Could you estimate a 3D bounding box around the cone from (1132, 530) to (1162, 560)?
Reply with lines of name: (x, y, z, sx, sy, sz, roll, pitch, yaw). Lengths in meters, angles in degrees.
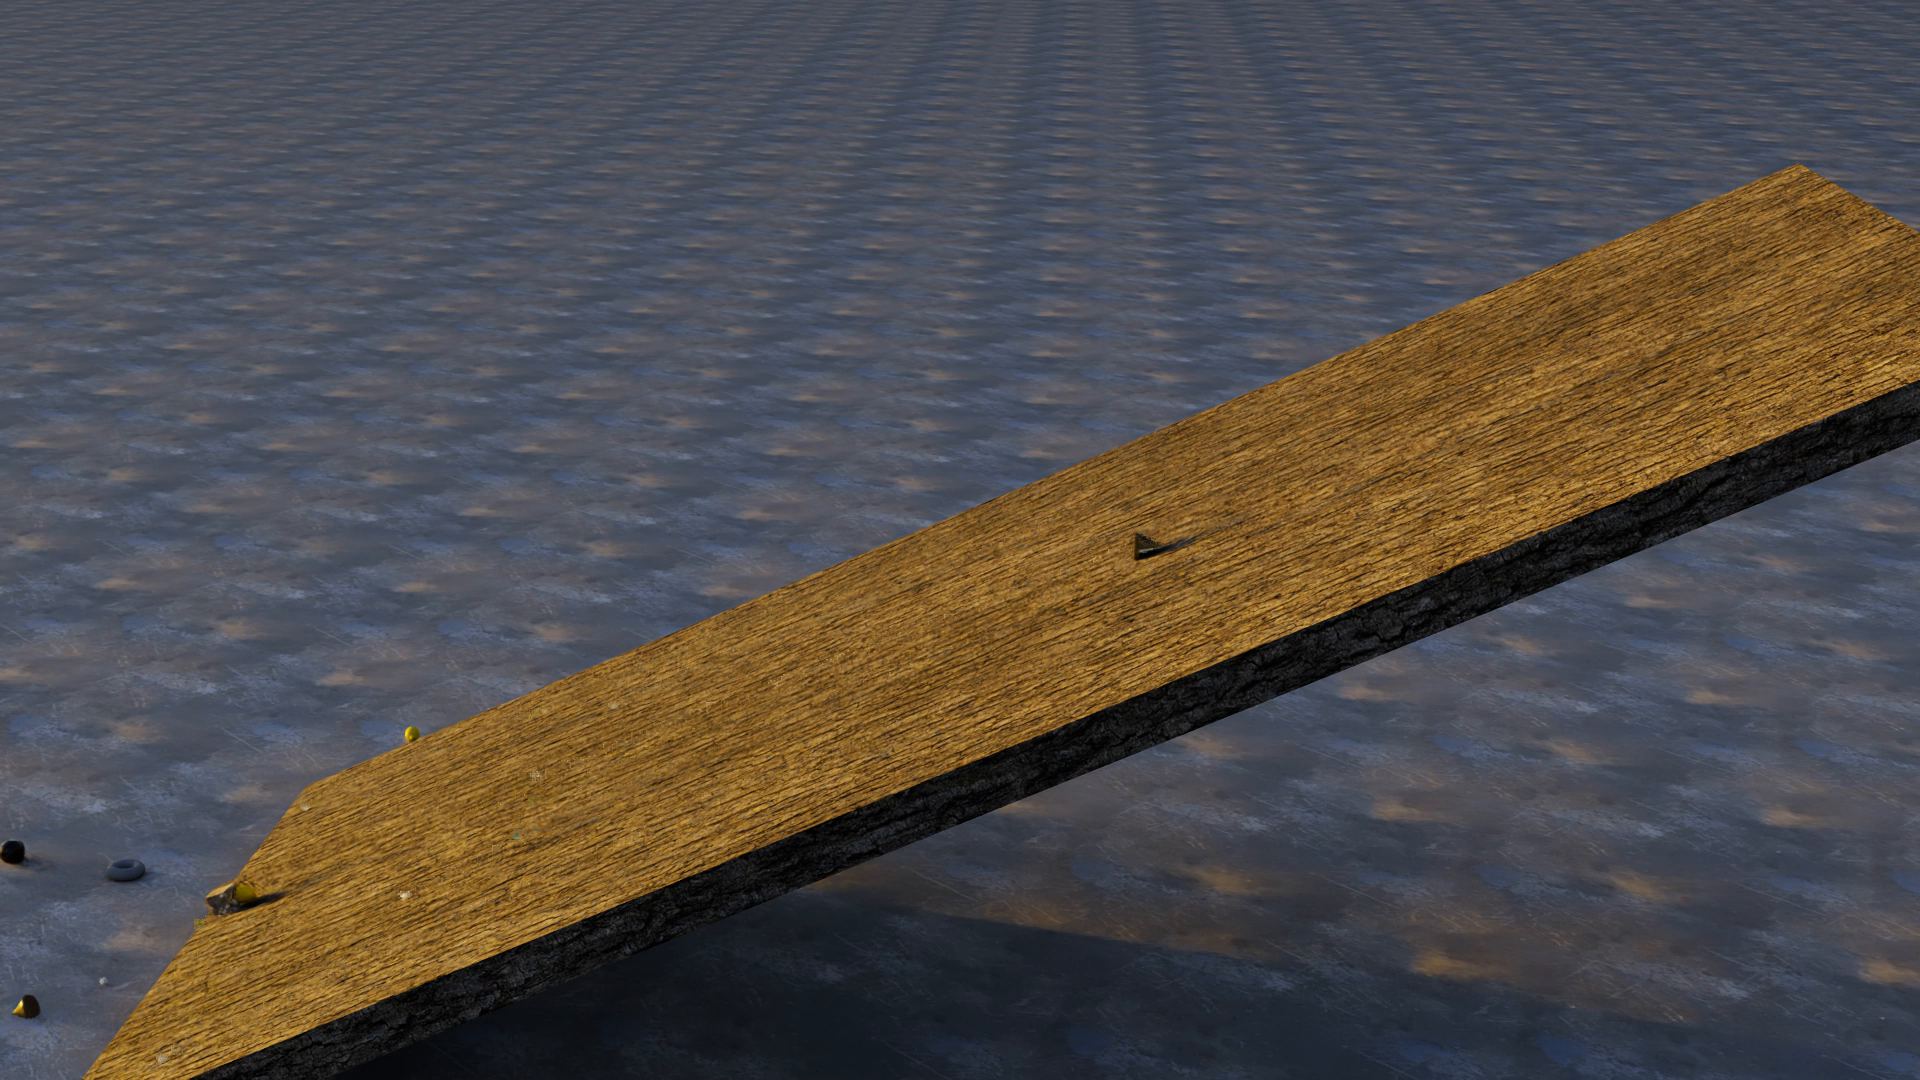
cone: (0.395, 0.013, 6.145, 0.062, 0.062, 0.062, 6, 15, 0)

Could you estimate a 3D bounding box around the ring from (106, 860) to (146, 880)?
ring: (-2.032, 0.804, 7.165, 0.092, 0.031, 0.092, 1, 16, 0)

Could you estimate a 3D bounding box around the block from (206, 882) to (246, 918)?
block: (-1.653, 0.811, 6.627, 0.053, 0.053, 0.053, -18, 14, 25)

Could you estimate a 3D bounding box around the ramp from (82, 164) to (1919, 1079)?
ramp: (0.131, 0.170, 6.285, 4.000, 0.100, 2.000, -23, 13, 8)
